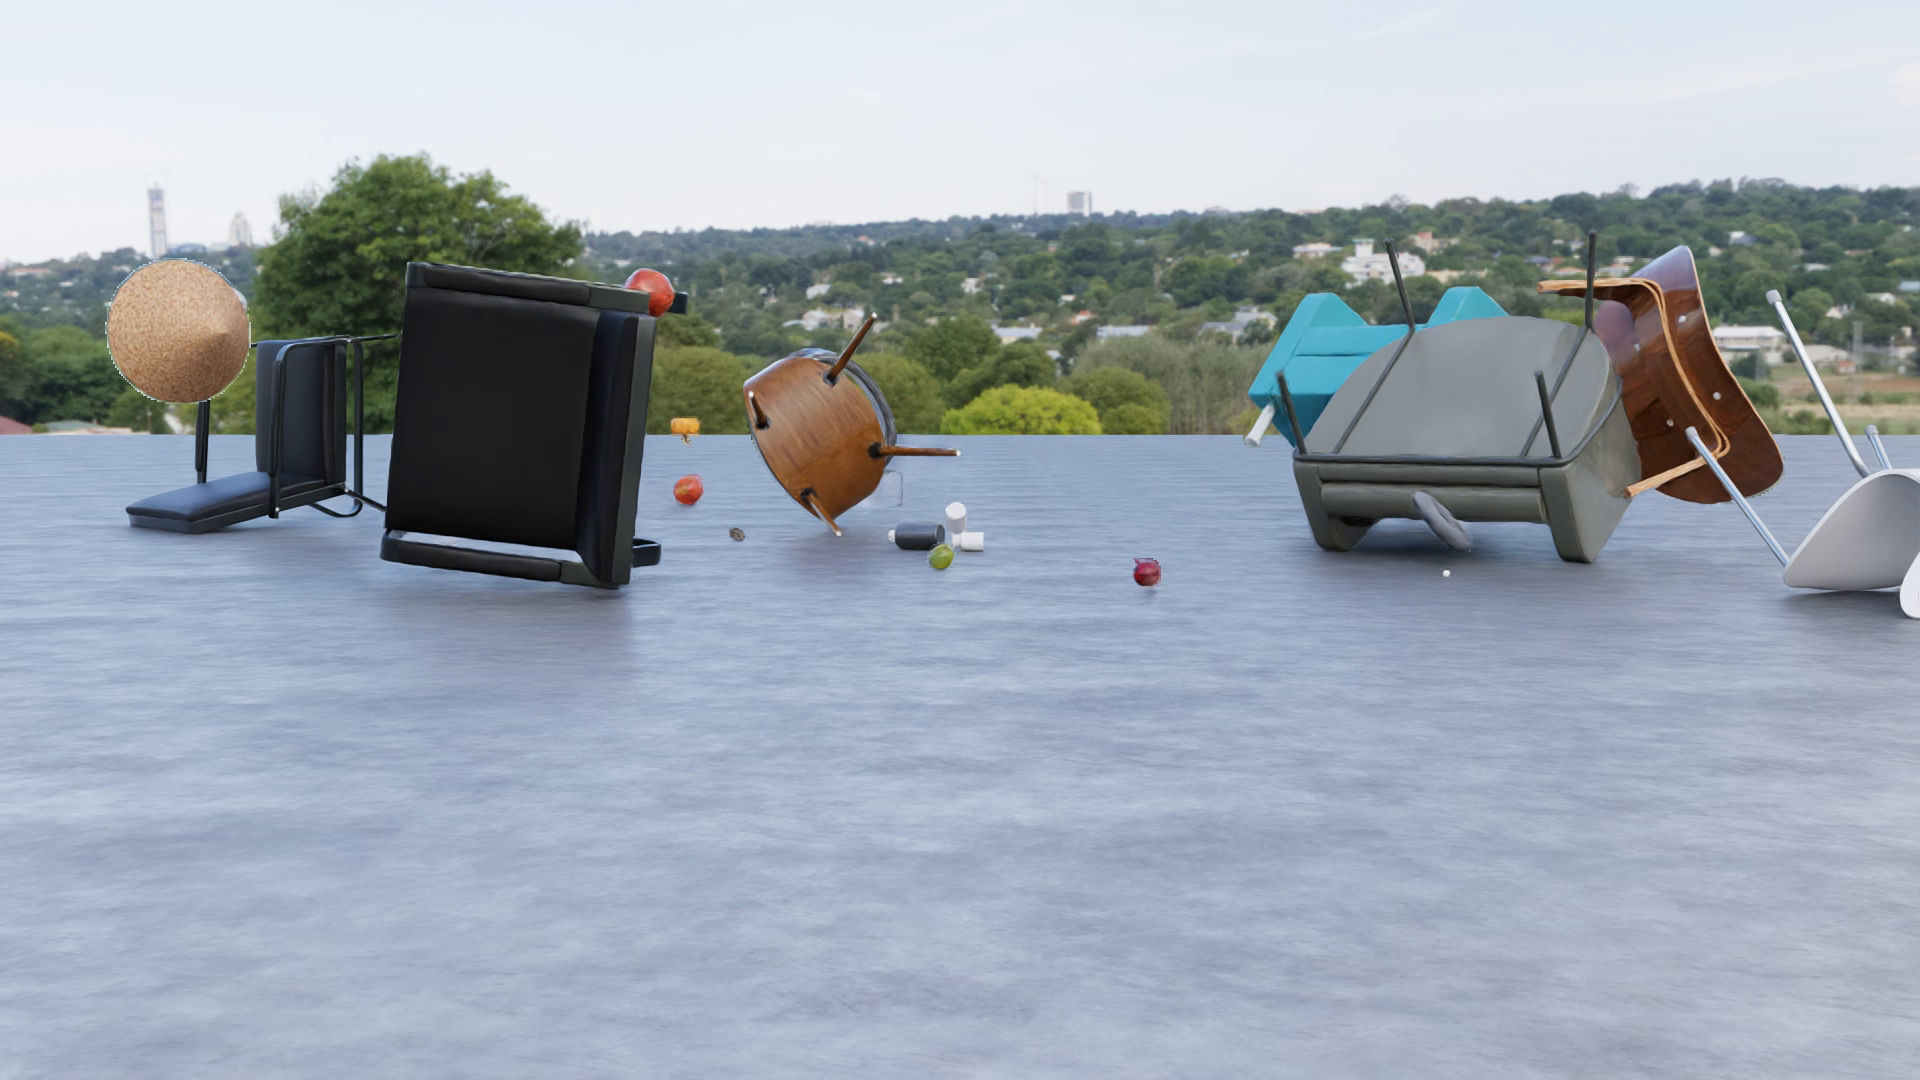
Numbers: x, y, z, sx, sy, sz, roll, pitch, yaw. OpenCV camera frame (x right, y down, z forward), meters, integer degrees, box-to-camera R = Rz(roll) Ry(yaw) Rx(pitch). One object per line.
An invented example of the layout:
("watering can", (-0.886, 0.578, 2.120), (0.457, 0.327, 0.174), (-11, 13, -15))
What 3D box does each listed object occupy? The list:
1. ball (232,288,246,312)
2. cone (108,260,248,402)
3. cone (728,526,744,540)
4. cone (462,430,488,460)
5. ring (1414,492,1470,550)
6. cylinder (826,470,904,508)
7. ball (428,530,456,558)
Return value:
("ball", (-1.859, -0.601, 5.602), (0.080, 0.080, 0.080), (0, 4, 0))
("cone", (-1.622, -0.445, 4.710), (0.196, 0.308, 0.325), (5, -2, 43))
("cone", (-0.667, -0.009, 6.546), (0.050, 0.036, 0.065), (28, -21, 3))
("cone", (-1.531, -0.285, 6.921), (0.077, 0.122, 0.047), (-12, -27, -38))
("ring", (1.212, -0.046, 5.533), (0.039, 0.108, 0.264), (-34, -47, 23))
("cylinder", (-0.368, -0.198, 8.487), (0.300, 0.129, 0.295), (-3, 5, -38))
("ball", (-1.375, 0.011, 5.839), (0.075, 0.075, 0.075), (0, 4, 0))
